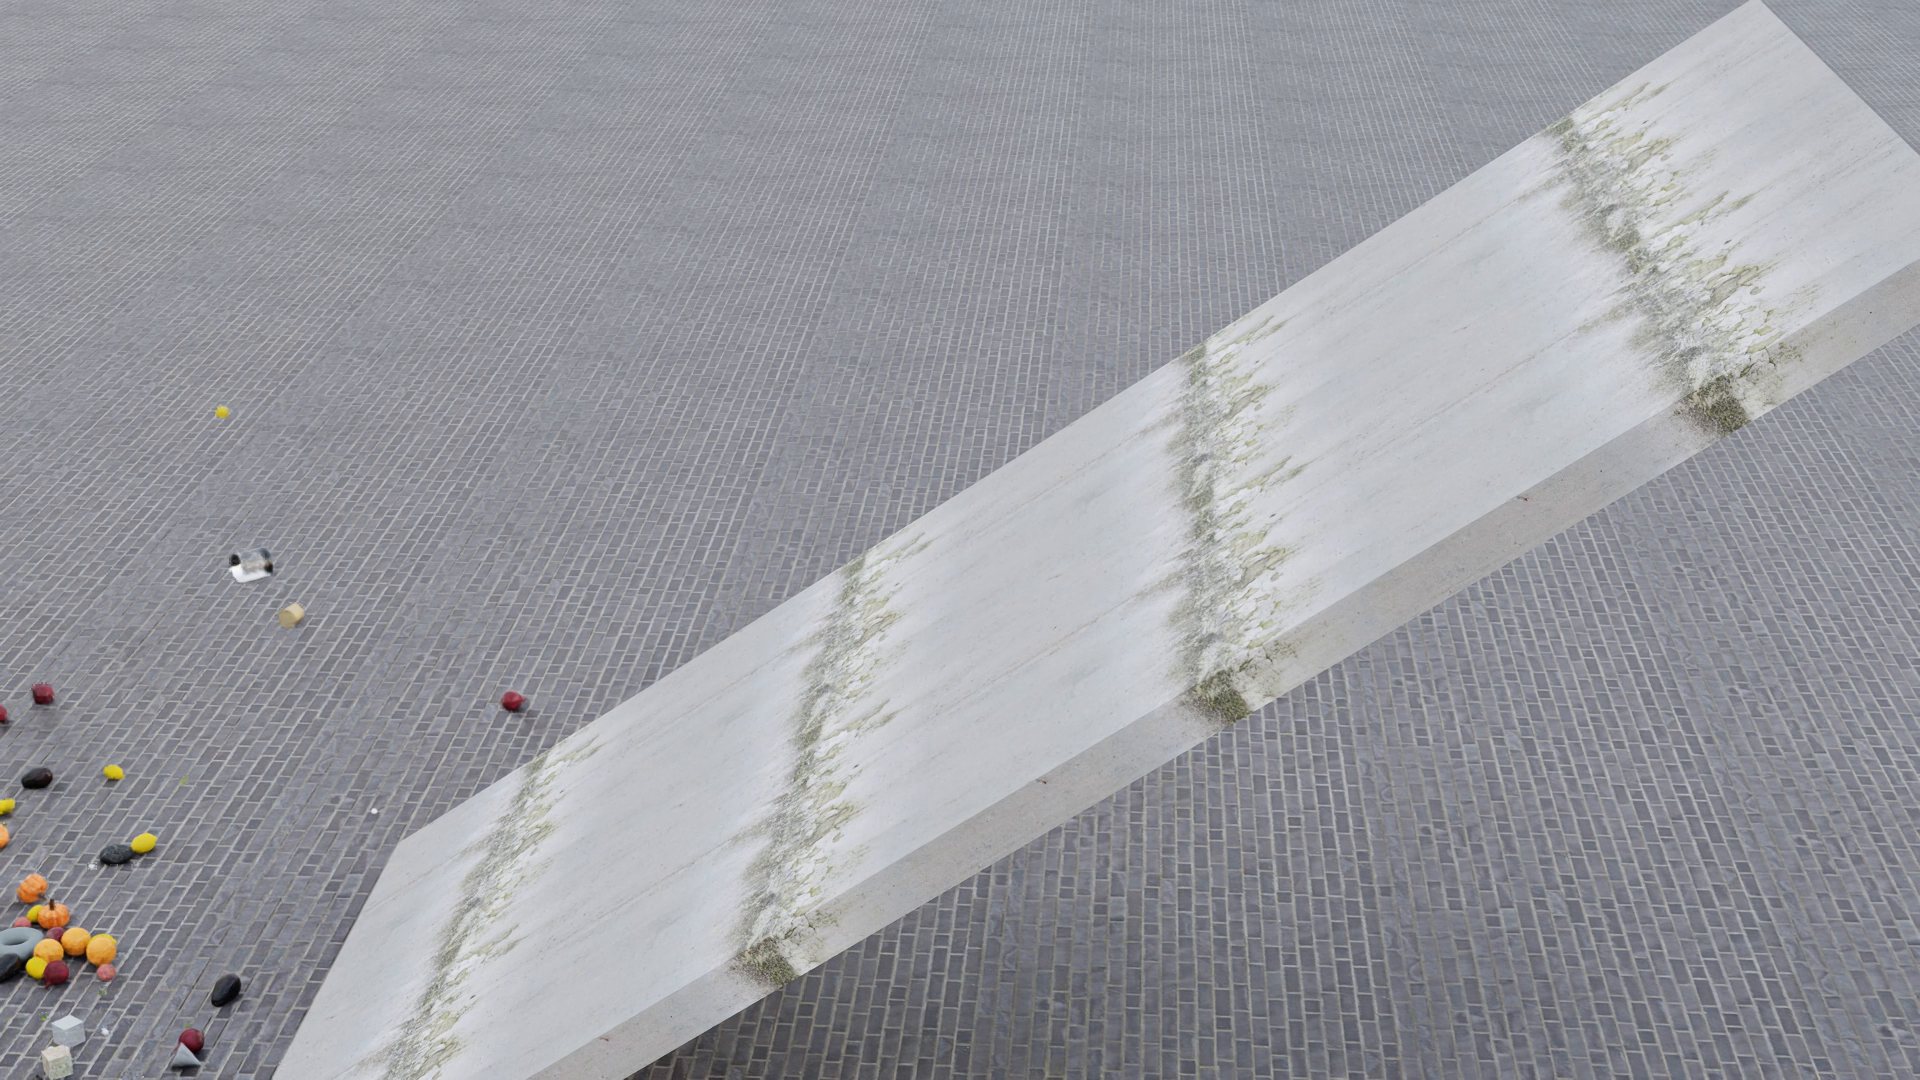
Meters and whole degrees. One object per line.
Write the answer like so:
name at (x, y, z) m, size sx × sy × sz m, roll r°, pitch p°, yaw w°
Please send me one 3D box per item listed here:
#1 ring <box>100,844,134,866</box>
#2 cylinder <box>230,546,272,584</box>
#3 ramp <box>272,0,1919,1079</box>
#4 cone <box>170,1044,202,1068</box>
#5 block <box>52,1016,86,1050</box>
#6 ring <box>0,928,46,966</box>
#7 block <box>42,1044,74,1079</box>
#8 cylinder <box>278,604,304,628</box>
ring at (-2.240, 0.836, 7.807) m, size 0.087 × 0.029 × 0.087 m, roll -1°, pitch 22°, yaw 0°
cylinder at (-2.332, 0.082, 9.678) m, size 0.100 × 0.100 × 0.100 m, roll -17°, pitch 27°, yaw -38°
ramp at (0.137, 0.172, 6.302) m, size 4.000 × 0.100 × 2.000 m, roll -32°, pitch 16°, yaw 15°
cone at (-1.791, 1.208, 6.834) m, size 0.063 × 0.063 × 0.063 m, roll 25°, pitch 18°, yaw -10°
block at (-2.100, 1.159, 6.929) m, size 0.052 × 0.052 × 0.052 m, roll 16°, pitch 26°, yaw 36°
ring at (-2.350, 1.011, 7.320) m, size 0.149 × 0.050 × 0.149 m, roll -1°, pitch 20°, yaw 0°
block at (-2.087, 1.208, 6.801) m, size 0.052 × 0.052 × 0.052 m, roll -14°, pitch 25°, yaw -32°
cylinder at (-2.113, 0.240, 9.291) m, size 0.060 × 0.060 × 0.060 m, roll 5°, pitch 18°, yaw 13°
